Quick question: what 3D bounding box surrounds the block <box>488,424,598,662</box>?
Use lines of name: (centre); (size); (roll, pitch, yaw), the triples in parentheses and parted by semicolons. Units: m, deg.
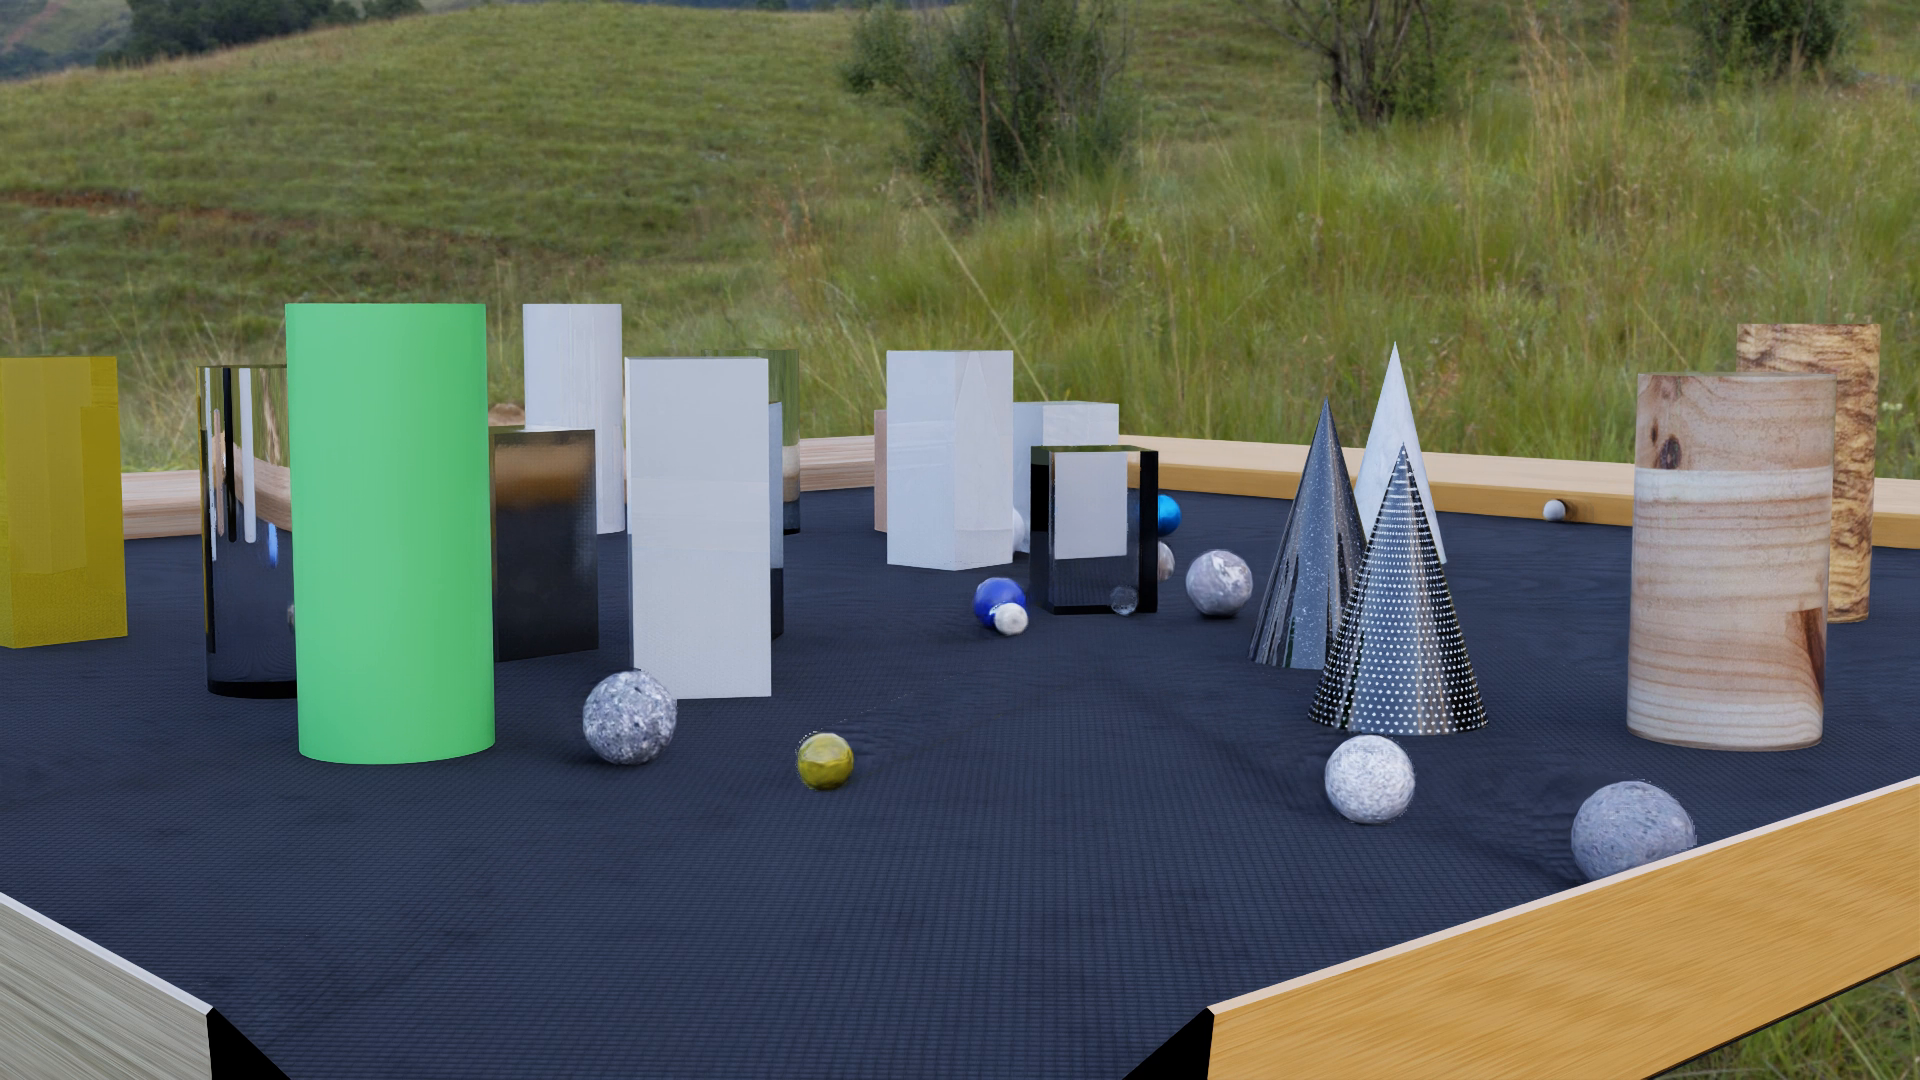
block: (-0.586, 0.000, 2.878); (0.156, 0.290, 0.156); (6, 8, 43)

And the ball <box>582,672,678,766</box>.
ball: (-0.324, 0.175, 2.156); (0.092, 0.092, 0.092); (0, 6, 0)

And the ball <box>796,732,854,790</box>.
ball: (-0.125, 0.206, 2.045); (0.054, 0.054, 0.054); (0, 6, 0)

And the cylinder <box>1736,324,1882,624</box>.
cylinder: (1.229, -0.102, 3.208); (0.196, 0.424, 0.196); (0, 6, 0)

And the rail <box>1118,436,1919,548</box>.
rail: (1.333, -0.095, 4.555); (0.045, 0.127, 3.594); (-5, 8, -42)

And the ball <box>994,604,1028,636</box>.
ball: (0.069, 0.109, 3.005); (0.046, 0.046, 0.046); (0, 6, 0)

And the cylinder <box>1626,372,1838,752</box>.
cylinder: (0.805, 0.016, 2.301); (0.196, 0.378, 0.196); (0, 6, 0)

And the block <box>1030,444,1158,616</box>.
block: (0.199, -0.018, 3.294); (0.156, 0.238, 0.156); (-1, 6, -11)

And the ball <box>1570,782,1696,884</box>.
ball: (0.509, 0.227, 1.663); (0.090, 0.090, 0.090); (0, 6, 0)

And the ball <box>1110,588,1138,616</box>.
ball: (0.239, 0.090, 3.213); (0.041, 0.041, 0.041); (0, 6, 0)

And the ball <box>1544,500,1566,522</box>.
ball: (1.248, -0.060, 4.615); (0.047, 0.047, 0.047); (0, 6, 0)

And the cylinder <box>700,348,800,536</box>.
cylinder: (-0.419, -0.198, 4.403); (0.196, 0.366, 0.196); (0, 6, 0)

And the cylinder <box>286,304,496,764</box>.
cylinder: (-0.577, -0.014, 2.235); (0.196, 0.450, 0.196); (0, 6, 0)

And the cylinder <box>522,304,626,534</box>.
cylinder: (-0.778, -0.247, 4.438); (0.196, 0.456, 0.196); (0, 6, 0)

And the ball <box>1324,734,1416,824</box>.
ball: (0.356, 0.208, 1.910); (0.078, 0.078, 0.078); (0, 6, 0)

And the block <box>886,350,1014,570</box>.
block: (-0.017, -0.145, 3.855); (0.156, 0.373, 0.156); (5, 8, 40)

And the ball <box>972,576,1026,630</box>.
ball: (0.054, 0.088, 3.062); (0.075, 0.075, 0.075); (0, 6, 0)

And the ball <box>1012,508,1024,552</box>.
ball: (0.068, -0.017, 3.963); (0.098, 0.098, 0.098); (0, 6, 0)

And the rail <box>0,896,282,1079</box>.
rail: (-1.333, 0.161, 2.108); (0.045, 0.127, 3.594); (-5, 8, -42)

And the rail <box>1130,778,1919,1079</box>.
rail: (1.203, 0.169, 2.036); (3.675, 0.127, 0.045); (-5, 8, -42)

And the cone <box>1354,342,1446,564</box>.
cone: (0.768, -0.158, 3.902); (0.196, 0.390, 0.196); (0, 6, 0)

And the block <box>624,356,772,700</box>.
block: (-0.309, -0.019, 2.585); (0.156, 0.388, 0.156); (-1, 6, -10)

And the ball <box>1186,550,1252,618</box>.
ball: (0.376, 0.064, 3.189); (0.097, 0.097, 0.097); (0, 6, 0)

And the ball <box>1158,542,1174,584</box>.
ball: (0.311, 0.037, 3.566); (0.073, 0.073, 0.073); (0, 6, 0)

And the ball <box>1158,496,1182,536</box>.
ball: (0.394, -0.047, 4.325); (0.082, 0.082, 0.082); (0, 6, 0)

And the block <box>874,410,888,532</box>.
block: (-0.069, -0.138, 4.416); (0.156, 0.243, 0.156); (-3, 7, -25)

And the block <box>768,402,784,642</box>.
block: (-0.329, -0.024, 2.958); (0.156, 0.320, 0.156); (1, 6, 6)

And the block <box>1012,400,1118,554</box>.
block: (0.186, -0.117, 4.080); (0.156, 0.273, 0.156); (-3, 7, -26)

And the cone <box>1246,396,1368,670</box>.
cone: (0.465, -0.017, 2.809); (0.196, 0.338, 0.196); (0, 6, 0)

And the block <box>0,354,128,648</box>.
block: (-1.251, -0.058, 2.989); (0.156, 0.382, 0.156); (6, 8, 43)

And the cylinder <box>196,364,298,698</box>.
cylinder: (-0.794, -0.016, 2.602); (0.196, 0.379, 0.196); (0, 6, 0)

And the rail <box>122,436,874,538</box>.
rail: (-1.203, -0.103, 4.628); (3.675, 0.127, 0.045); (-5, 8, -42)

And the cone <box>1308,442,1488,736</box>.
cone: (0.479, 0.044, 2.390); (0.196, 0.304, 0.196); (0, 6, 0)

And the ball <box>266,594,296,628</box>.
ball: (-0.950, 0.100, 3.092); (0.047, 0.047, 0.047); (0, 6, 0)
